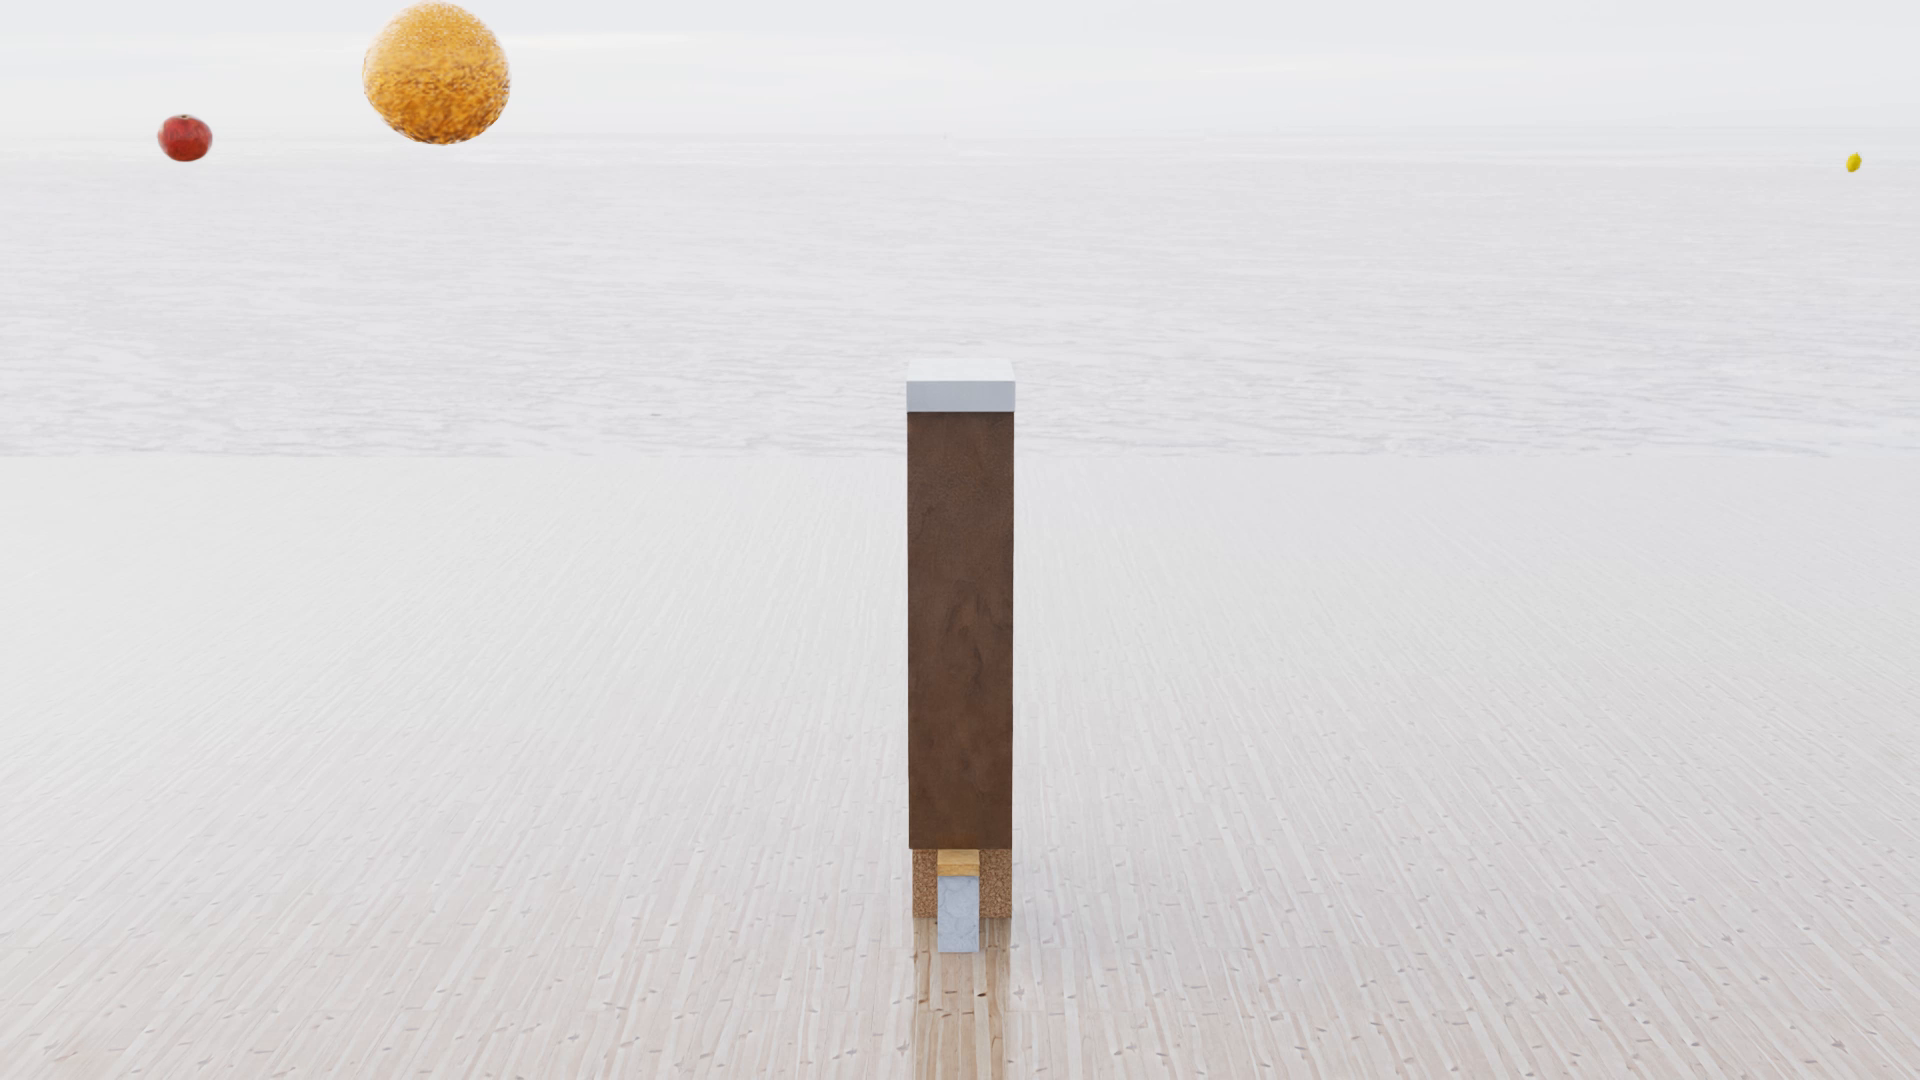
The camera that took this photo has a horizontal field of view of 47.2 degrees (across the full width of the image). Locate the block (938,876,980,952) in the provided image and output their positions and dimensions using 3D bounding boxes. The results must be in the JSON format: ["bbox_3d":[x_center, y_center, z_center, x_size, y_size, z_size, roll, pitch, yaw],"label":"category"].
[{"bbox_3d":[-0.003,0.574,3.405,0.064,0.128,0.018,0,11,0],"label":"block"}]

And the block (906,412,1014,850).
[{"bbox_3d":[0.001,0.139,3.401,0.162,0.693,0.046,0,10,0],"label":"block"}]

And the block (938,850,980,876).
[{"bbox_3d":[-0.003,0.494,3.433,0.064,0.018,0.128,0,10,0],"label":"block"}]

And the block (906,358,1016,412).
[{"bbox_3d":[0.001,-0.245,3.442,0.162,0.046,0.325,0,11,0],"label":"block"}]

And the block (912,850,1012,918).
[{"bbox_3d":[0.004,0.449,3.549,0.161,0.321,0.046,0,11,0],"label":"block"}]

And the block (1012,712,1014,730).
[{"bbox_3d":[0.004,0.249,3.621,0.161,0.046,0.321,0,11,0],"label":"block"}]
